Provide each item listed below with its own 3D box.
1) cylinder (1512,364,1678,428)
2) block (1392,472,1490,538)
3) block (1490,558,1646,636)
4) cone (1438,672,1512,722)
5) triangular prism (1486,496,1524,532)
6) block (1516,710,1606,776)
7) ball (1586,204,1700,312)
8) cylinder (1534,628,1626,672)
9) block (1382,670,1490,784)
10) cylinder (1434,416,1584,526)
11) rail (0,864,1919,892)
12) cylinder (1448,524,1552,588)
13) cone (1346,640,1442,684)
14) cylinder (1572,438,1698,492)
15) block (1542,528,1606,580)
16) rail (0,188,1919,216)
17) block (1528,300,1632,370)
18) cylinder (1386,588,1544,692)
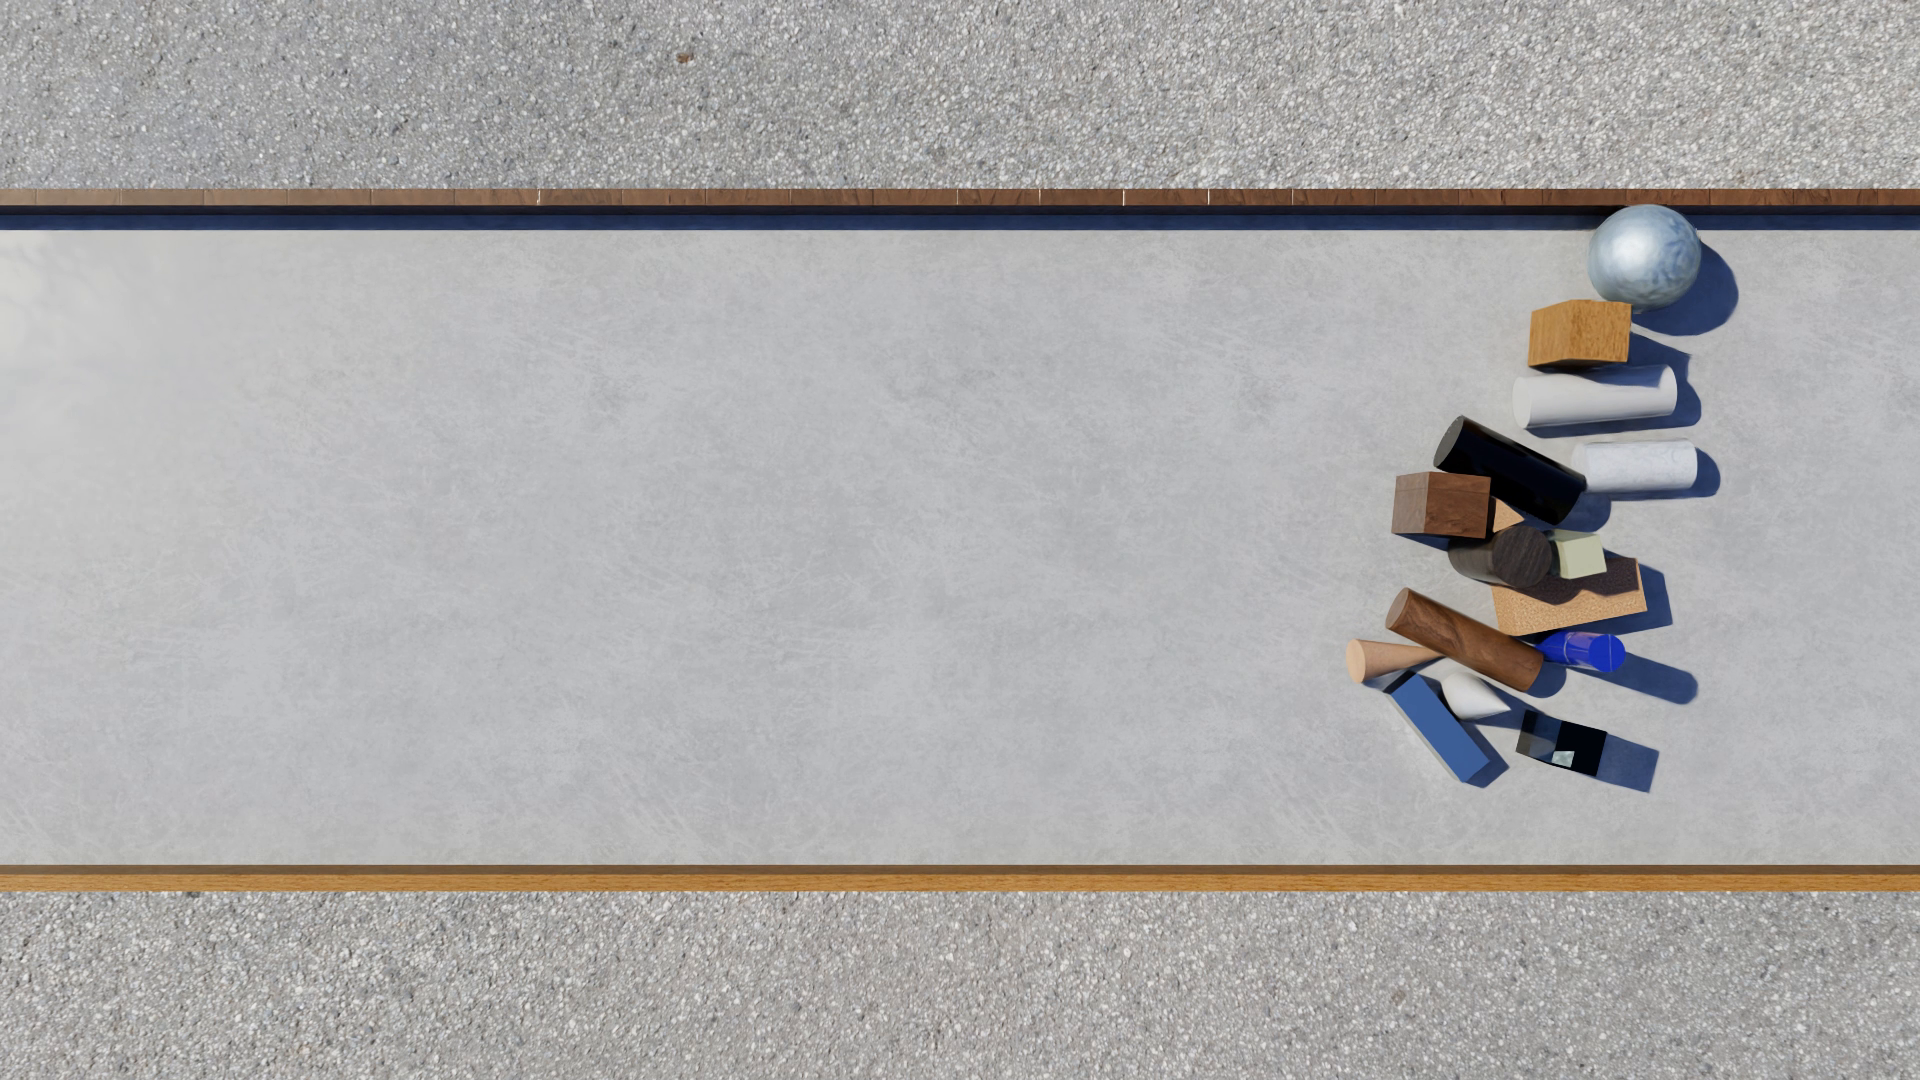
[{"bbox_3d":[1.920,-0.436,4.998,0.439,0.157,0.157,-5,90,0],"label":"cylinder"},{"bbox_3d":[1.423,-0.101,4.898,0.177,0.357,0.177,5,90,0],"label":"block"},{"bbox_3d":[1.840,0.170,4.996,0.394,0.160,0.160,-11,90,0],"label":"block"},{"bbox_3d":[1.550,0.481,4.856,0.156,0.438,0.156,0,89,-1],"label":"cone"},{"bbox_3d":[1.573,-0.104,4.906,0.095,0.325,0.082,-23,97,6],"label":"triangular prism"},{"bbox_3d":[1.791,0.603,4.924,0.135,0.306,0.135,14,90,0],"label":"block"},{"bbox_3d":[2.035,-0.842,4.918,0.316,0.316,0.316,0,90,0],"label":"ball"},{"bbox_3d":[1.819,0.321,4.861,0.106,0.430,0.106,0,89,-1],"label":"cylinder"},{"bbox_3d":[1.447,0.567,5.024,0.105,0.105,0.346,-39,90,0],"label":"block"},{"bbox_3d":[1.657,-0.211,4.989,0.400,0.176,0.176,26,90,0],"label":"cylinder"},{"bbox_3d":[-2.247,1.025,5.001,12.000,0.150,0.050,0,90,0],"label":"rail"},{"bbox_3d":[1.598,0.038,4.898,0.178,0.341,0.178,0,93,-4],"label":"cylinder"},{"bbox_3d":[1.369,0.355,5.043,0.343,0.135,0.135,-4,90,-11],"label":"cone"},{"bbox_3d":[2.042,-0.225,5.001,0.321,0.152,0.152,-3,90,0],"label":"cylinder"},{"bbox_3d":[1.790,0.039,4.901,0.108,0.345,0.108,-12,93,0],"label":"block"},{"bbox_3d":[-2.247,-1.025,5.002,12.000,0.150,0.050,0,90,0],"label":"rail"},{"bbox_3d":[1.839,-0.607,4.907,0.170,0.332,0.170,4,92,-1],"label":"block"},{"bbox_3d":[1.528,0.303,5.006,0.450,0.141,0.141,25,90,0],"label":"cylinder"}]
